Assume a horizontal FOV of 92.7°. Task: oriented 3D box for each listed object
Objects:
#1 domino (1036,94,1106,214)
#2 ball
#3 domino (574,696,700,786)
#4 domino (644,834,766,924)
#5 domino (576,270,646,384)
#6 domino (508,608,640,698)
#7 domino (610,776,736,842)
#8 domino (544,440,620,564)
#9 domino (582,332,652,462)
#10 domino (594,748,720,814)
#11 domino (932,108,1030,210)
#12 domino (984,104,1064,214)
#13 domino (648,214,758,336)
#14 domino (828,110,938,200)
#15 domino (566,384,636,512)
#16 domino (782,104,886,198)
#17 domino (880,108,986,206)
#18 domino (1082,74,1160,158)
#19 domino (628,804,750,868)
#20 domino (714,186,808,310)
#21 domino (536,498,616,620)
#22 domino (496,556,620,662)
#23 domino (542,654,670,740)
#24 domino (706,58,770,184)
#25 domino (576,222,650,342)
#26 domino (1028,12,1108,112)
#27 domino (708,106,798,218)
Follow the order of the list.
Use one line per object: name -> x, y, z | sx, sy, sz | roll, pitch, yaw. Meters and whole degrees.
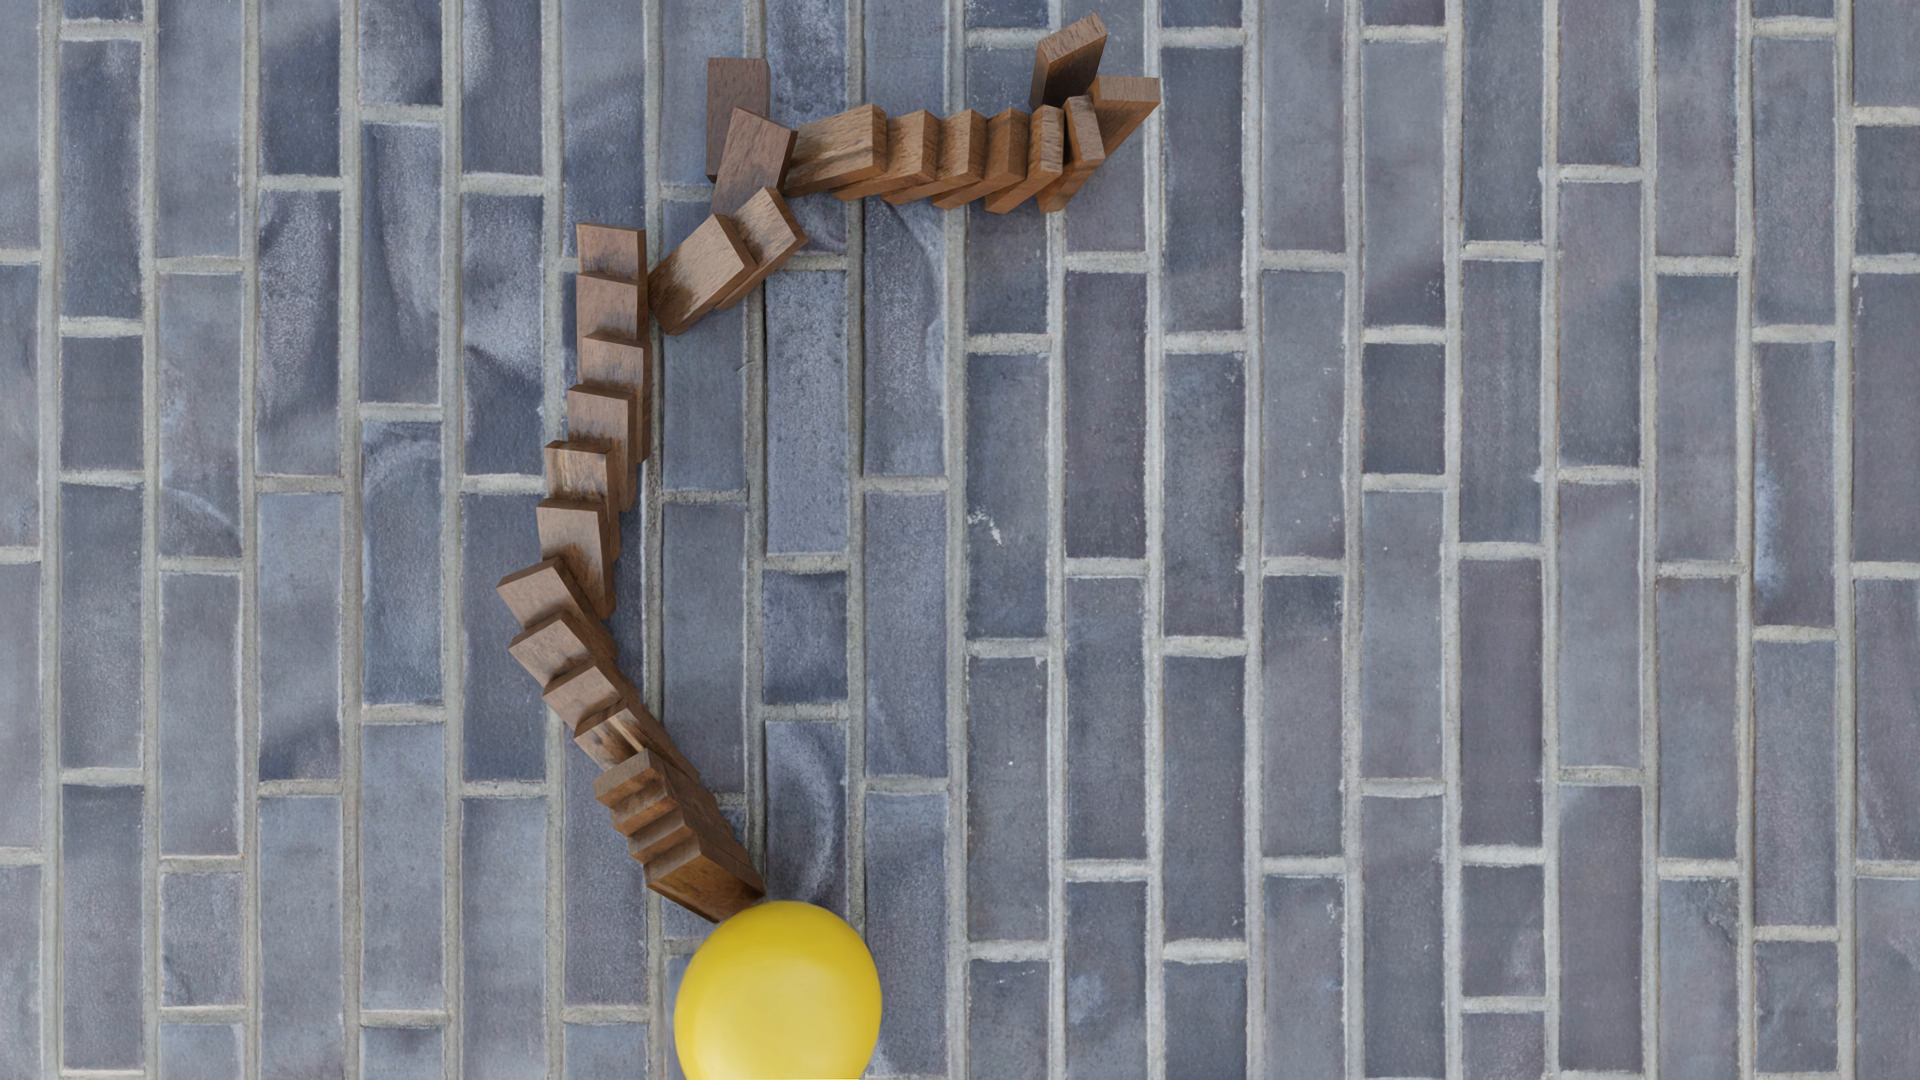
domino -> 0.043, -0.156, 0.375 | 0.009, 0.050, 0.025 | -13, 90, -15
ball -> -0.071, 0.184, 0.360 | 0.080, 0.080, 0.080 | 0, 90, 0
domino -> -0.135, 0.091, 0.384 | 0.025, 0.009, 0.050 | -31, 117, 0
domino -> -0.105, 0.141, 0.379 | 0.025, 0.050, 0.009 | -30, 46, 0
domino -> -0.146, -0.085, 0.384 | 0.025, 0.010, 0.050 | 11, 116, -1
domino -> -0.161, 0.055, 0.384 | 0.025, 0.010, 0.050 | -30, 117, 2
domino -> -0.118, 0.118, 0.379 | 0.025, 0.050, 0.010 | -31, 46, 0
domino -> -0.158, -0.016, 0.385 | 0.025, 0.010, 0.050 | 7, 115, 0
domino -> -0.144, -0.059, 0.385 | 0.025, 0.010, 0.050 | 10, 115, 0
domino -> -0.125, 0.107, 0.379 | 0.025, 0.050, 0.009 | -31, 46, 0
domino -> 0.007, -0.156, 0.377 | 0.010, 0.050, 0.025 | 3, 90, -38
domino -> 0.026, -0.154, 0.375 | 0.009, 0.050, 0.025 | 2, 90, -24
domino -> -0.111, -0.111, 0.385 | 0.050, 0.010, 0.025 | -31, 90, 26
domino -> -0.032, -0.159, 0.382 | 0.050, 0.010, 0.025 | 3, 90, 35
domino -> -0.150, -0.038, 0.385 | 0.025, 0.009, 0.050 | 10, 115, 0
domino -> -0.054, -0.162, 0.383 | 0.050, 0.010, 0.025 | 0, 90, 32
domino -> -0.012, -0.158, 0.380 | 0.050, 0.009, 0.025 | 3, 90, 42
domino -> 0.058, -0.171, 0.373 | 0.025, 0.050, 0.009 | -5, 90, -15
domino -> -0.111, 0.129, 0.379 | 0.025, 0.050, 0.010 | -30, 46, 0
domino -> -0.090, -0.121, 0.384 | 0.050, 0.009, 0.025 | -31, 92, 26
domino -> -0.161, 0.008, 0.385 | 0.025, 0.009, 0.050 | 5, 114, 0
domino -> -0.168, 0.034, 0.384 | 0.025, 0.010, 0.050 | -21, 117, 2
domino -> -0.147, 0.074, 0.385 | 0.025, 0.010, 0.050 | -31, 117, 0
domino -> -0.095, -0.180, 0.395 | 0.025, 0.009, 0.050 | 1, 90, 0
domino -> -0.145, -0.106, 0.385 | 0.025, 0.010, 0.050 | 8, 116, 1
domino -> 0.043, -0.192, 0.375 | 0.025, 0.050, 0.009 | -27, 90, 0
domino -> -0.088, -0.151, 0.385 | 0.025, 0.010, 0.050 | 23, 116, 0
